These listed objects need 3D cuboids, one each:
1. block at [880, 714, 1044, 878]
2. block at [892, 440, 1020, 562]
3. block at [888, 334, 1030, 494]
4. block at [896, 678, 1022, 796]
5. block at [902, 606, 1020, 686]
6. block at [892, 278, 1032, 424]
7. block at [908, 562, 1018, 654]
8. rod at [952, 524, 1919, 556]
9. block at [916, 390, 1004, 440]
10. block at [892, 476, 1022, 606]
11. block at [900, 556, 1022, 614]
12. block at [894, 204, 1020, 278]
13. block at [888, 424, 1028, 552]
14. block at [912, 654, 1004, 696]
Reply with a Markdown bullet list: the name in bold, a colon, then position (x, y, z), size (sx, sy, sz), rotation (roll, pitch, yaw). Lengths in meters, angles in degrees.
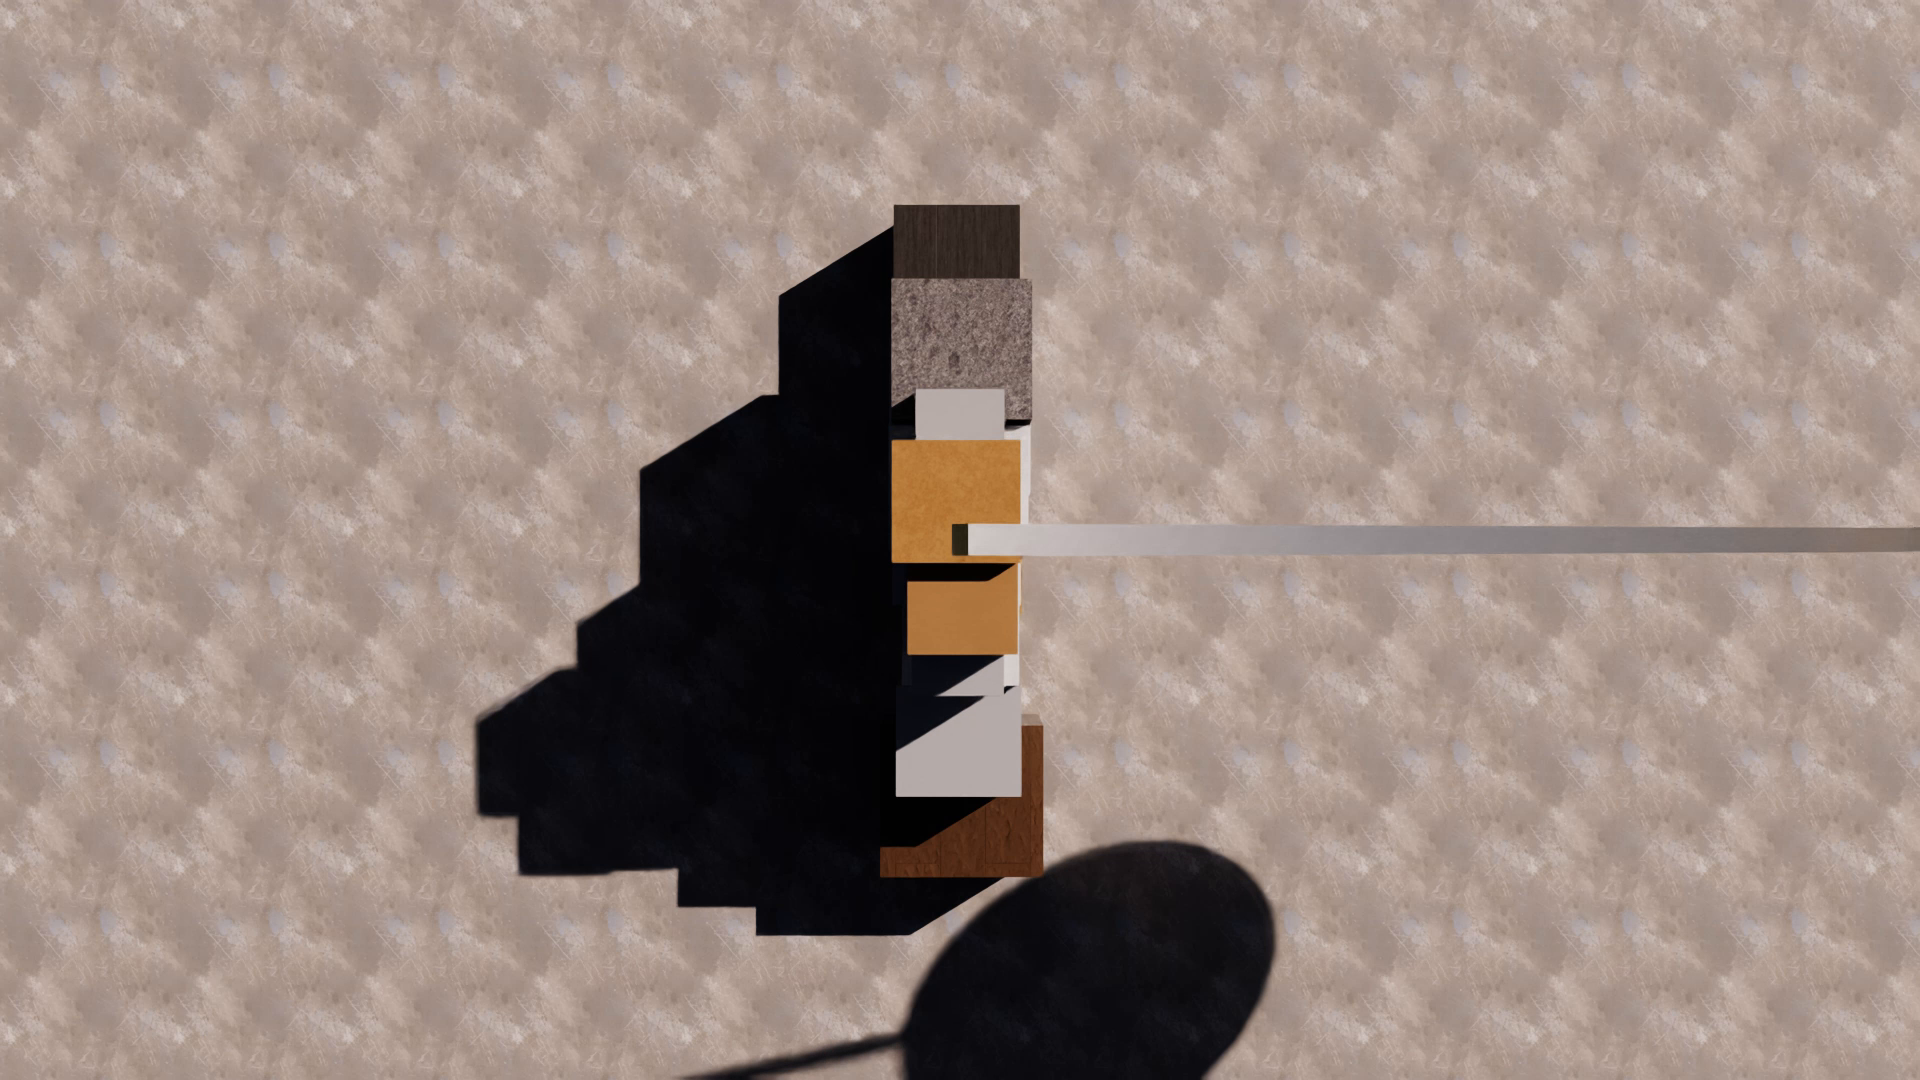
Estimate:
- **block**: position (0.010, 1.452, 12.608), size (0.906, 0.785, 0.843), rotation (0, 90, 0)
- **block**: position (-0.018, -0.194, 10.658), size (0.609, 0.511, 0.579), rotation (0, 93, 0)
- **block**: position (-0.002, -0.702, 12.582), size (0.783, 0.835, 0.882), rotation (0, 90, 0)
- **block**: position (-0.007, 1.063, 11.923), size (0.663, 0.584, 0.589), rotation (0, 90, 0)
- **block**: position (0.001, 0.411, 11.894), size (0.617, 0.718, 0.702), rotation (0, 91, 0)
- **block**: position (0.010, -0.992, 11.790), size (0.732, 0.748, 0.731), rotation (0, 90, 0)
- **block**: position (0.012, 0.321, 10.792), size (0.531, 0.429, 0.450), rotation (0, 91, 0)
- **rod**: position (2.234, 0.000, 6.760), size (5.200, 0.080, 0.080), rotation (0, 90, -31)
- **block**: position (0.000, -0.551, 11.158), size (0.441, 0.523, 0.417), rotation (0, 93, 0)
- **block**: position (-0.017, -0.003, 11.260), size (0.645, 0.518, 0.649), rotation (0, 91, 0)
- **block**: position (0.004, 0.079, 12.627), size (0.684, 0.747, 0.660), rotation (0, 90, 0)
- **block**: position (-0.018, -1.513, 12.639), size (0.706, 0.721, 0.720), rotation (0, 90, 0)
- **block**: position (-0.008, -0.279, 11.839), size (0.732, 0.650, 0.664), rotation (0, 91, 0)
- **block**: position (-0.012, 0.552, 11.283), size (0.463, 0.506, 0.458), rotation (0, 91, 0)
